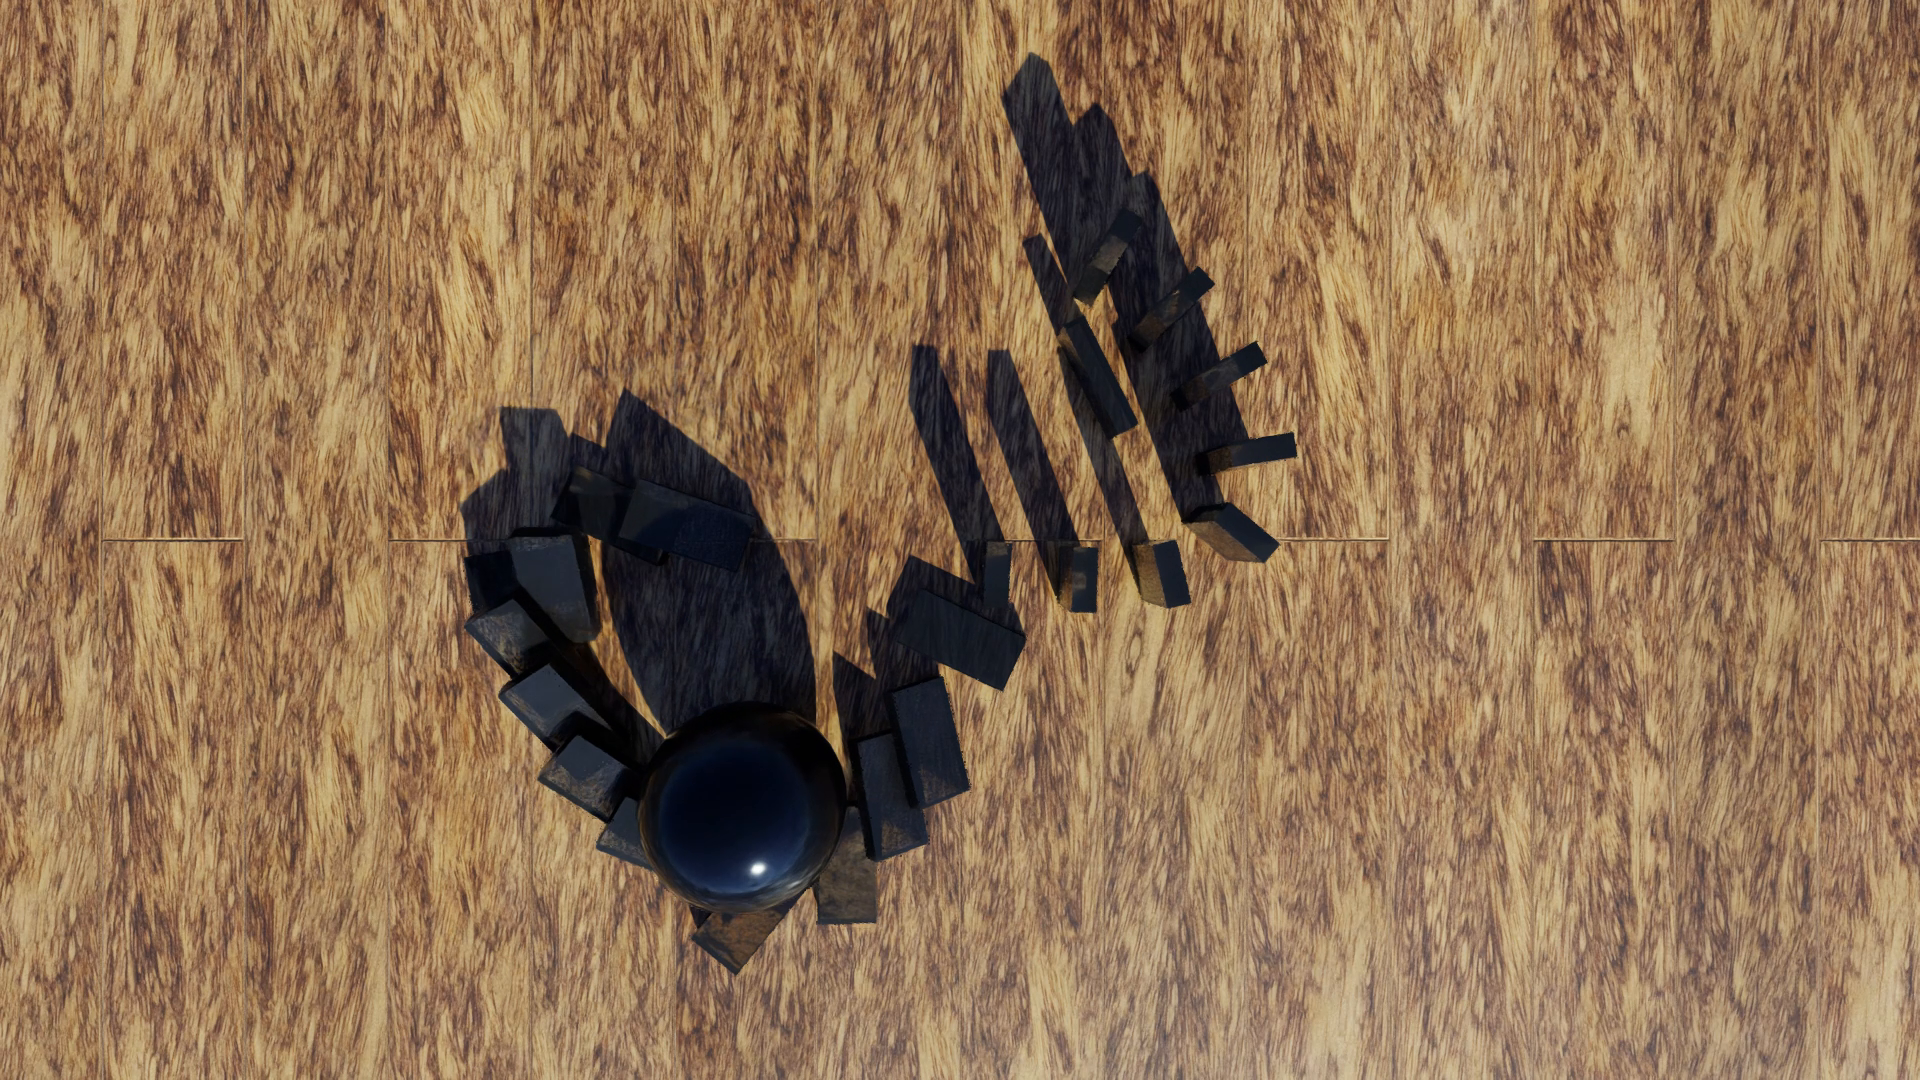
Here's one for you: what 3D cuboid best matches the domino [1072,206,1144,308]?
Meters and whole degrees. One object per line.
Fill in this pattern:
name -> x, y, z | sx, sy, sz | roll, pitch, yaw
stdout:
domino -> 0.060, -0.114, 0.375 | 0.009, 0.050, 0.025 | 32, 90, 0

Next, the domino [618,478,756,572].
domino -> -0.115, -0.006, 0.388 | 0.050, 0.009, 0.025 | 19, 92, -18

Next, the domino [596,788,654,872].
domino -> -0.124, 0.127, 0.388 | 0.050, 0.009, 0.025 | 30, 90, -18

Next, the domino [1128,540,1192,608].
domino -> 0.081, 0.013, 0.375 | 0.009, 0.050, 0.025 | -14, 90, 0

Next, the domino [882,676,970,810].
domino -> -0.014, 0.086, 0.390 | 0.025, 0.010, 0.050 | -14, 90, -30

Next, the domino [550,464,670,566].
domino -> -0.147, -0.011, 0.395 | 0.050, 0.009, 0.025 | 25, 90, 0

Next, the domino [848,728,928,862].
domino -> -0.031, 0.107, 0.389 | 0.025, 0.009, 0.050 | -9, 90, -33

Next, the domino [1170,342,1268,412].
domino -> 0.105, -0.066, 0.375 | 0.025, 0.050, 0.009 | -29, 90, 0

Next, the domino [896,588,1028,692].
domino -> 0.001, 0.043, 0.395 | 0.050, 0.010, 0.025 | 25, 90, 0

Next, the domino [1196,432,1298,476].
domino -> 0.116, -0.035, 0.375 | 0.025, 0.050, 0.010 | -9, 90, 0

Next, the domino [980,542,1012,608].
domino -> 0.014, 0.013, 0.375 | 0.009, 0.050, 0.025 | 4, 90, 0

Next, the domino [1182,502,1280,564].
domino -> 0.110, -0.003, 0.375 | 0.025, 0.050, 0.009 | 40, 90, 0

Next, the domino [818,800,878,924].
domino -> -0.049, 0.139, 0.395 | 0.025, 0.009, 0.050 | -1, 90, 0

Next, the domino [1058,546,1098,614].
domino -> 0.048, 0.015, 0.375 | 0.009, 0.050, 0.025 | 2, 90, 0

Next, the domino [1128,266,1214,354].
domino -> 0.085, -0.093, 0.375 | 0.025, 0.050, 0.009 | -42, 90, 0

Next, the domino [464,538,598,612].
domino -> -0.185, 0.016, 0.395 | 0.050, 0.010, 0.025 | -10, 90, 0

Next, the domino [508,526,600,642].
domino -> -0.168, 0.019, 0.382 | 0.025, 0.009, 0.050 | -3, 116, -4

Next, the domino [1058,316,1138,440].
domino -> 0.058, -0.068, 0.388 | 0.009, 0.025, 0.050 | -27, 90, 0

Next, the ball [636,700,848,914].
ball -> -0.085, 0.104, 0.360 | 0.080, 0.080, 0.080 | 0, 90, 0

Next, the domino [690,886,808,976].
domino -> -0.089, 0.159, 0.395 | 0.025, 0.010, 0.050 | 39, 90, 0

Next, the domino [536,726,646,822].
domino -> -0.148, 0.103, 0.387 | 0.050, 0.009, 0.025 | 42, 90, -20

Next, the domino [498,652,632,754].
domino -> -0.165, 0.074, 0.385 | 0.025, 0.010, 0.050 | -33, 114, 0

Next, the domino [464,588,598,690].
domino -> -0.179, 0.047, 0.384 | 0.025, 0.009, 0.050 | -28, 115, 7
